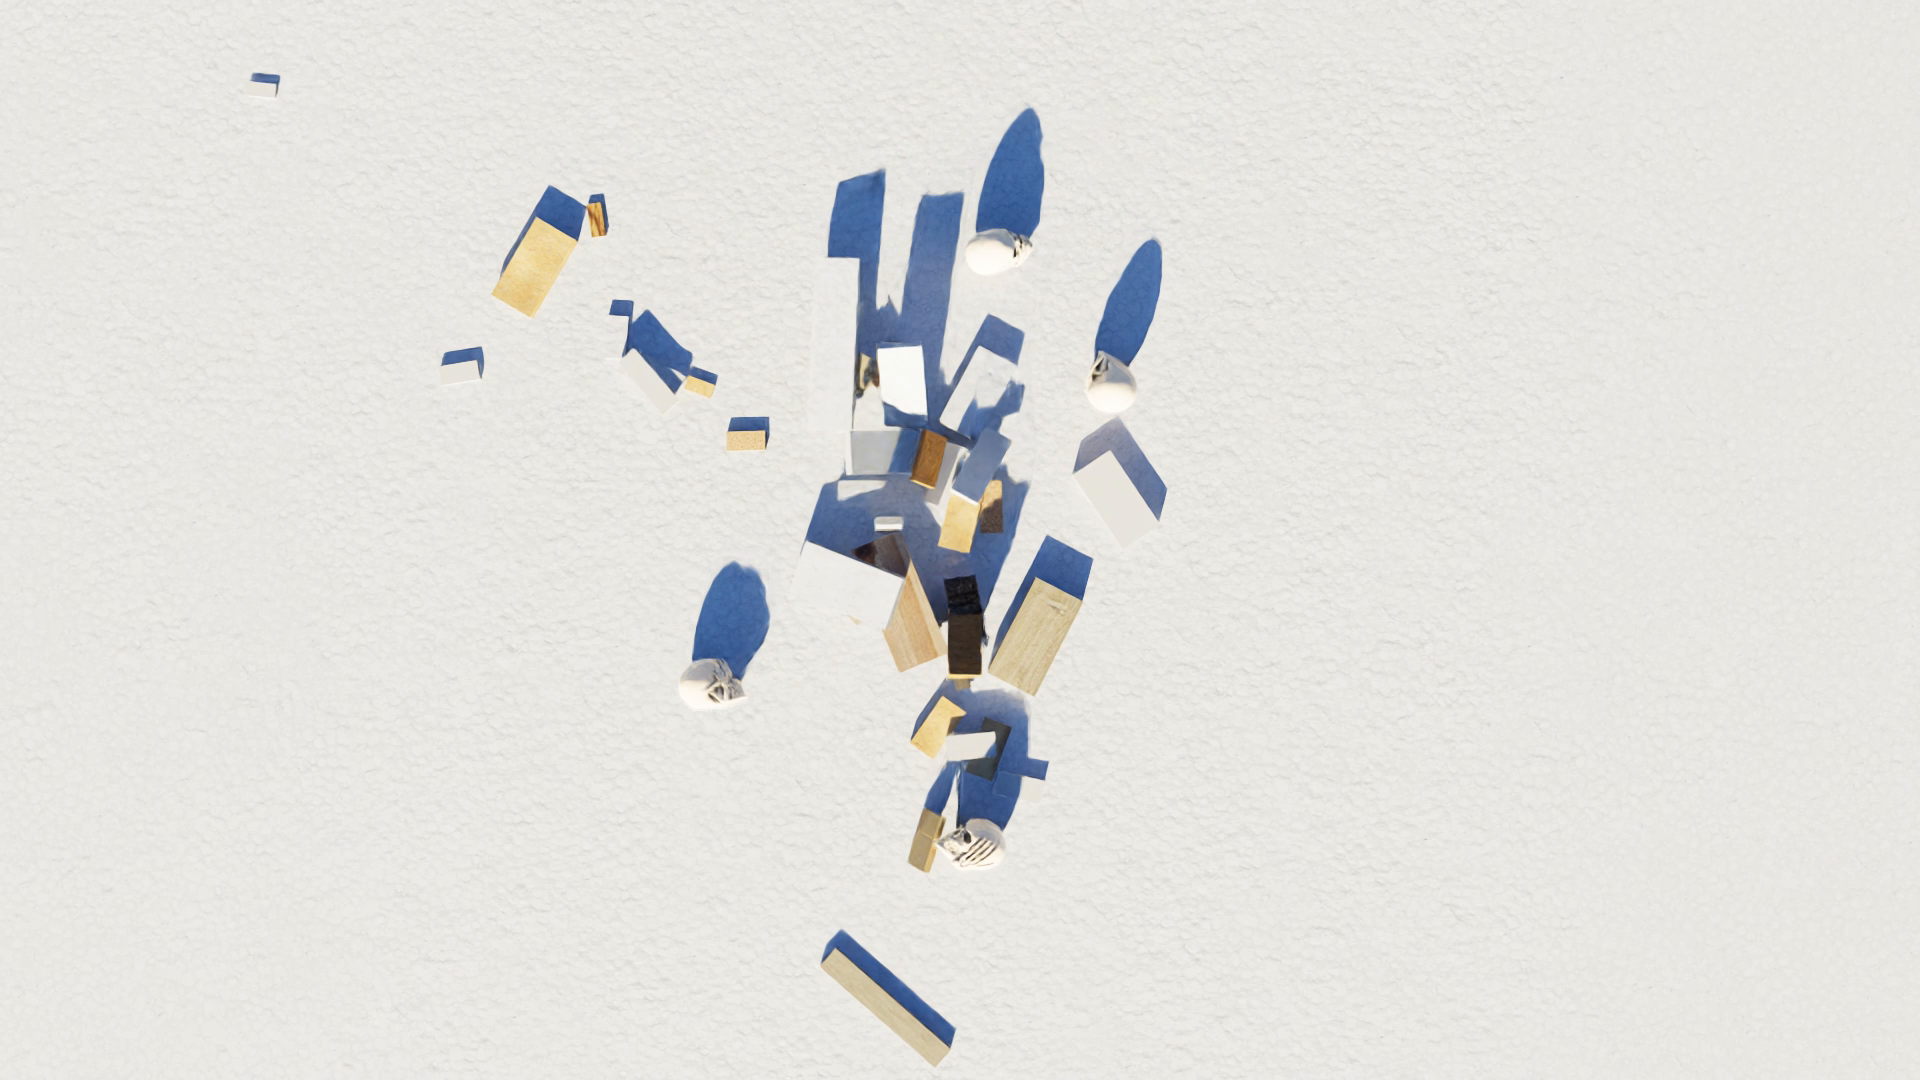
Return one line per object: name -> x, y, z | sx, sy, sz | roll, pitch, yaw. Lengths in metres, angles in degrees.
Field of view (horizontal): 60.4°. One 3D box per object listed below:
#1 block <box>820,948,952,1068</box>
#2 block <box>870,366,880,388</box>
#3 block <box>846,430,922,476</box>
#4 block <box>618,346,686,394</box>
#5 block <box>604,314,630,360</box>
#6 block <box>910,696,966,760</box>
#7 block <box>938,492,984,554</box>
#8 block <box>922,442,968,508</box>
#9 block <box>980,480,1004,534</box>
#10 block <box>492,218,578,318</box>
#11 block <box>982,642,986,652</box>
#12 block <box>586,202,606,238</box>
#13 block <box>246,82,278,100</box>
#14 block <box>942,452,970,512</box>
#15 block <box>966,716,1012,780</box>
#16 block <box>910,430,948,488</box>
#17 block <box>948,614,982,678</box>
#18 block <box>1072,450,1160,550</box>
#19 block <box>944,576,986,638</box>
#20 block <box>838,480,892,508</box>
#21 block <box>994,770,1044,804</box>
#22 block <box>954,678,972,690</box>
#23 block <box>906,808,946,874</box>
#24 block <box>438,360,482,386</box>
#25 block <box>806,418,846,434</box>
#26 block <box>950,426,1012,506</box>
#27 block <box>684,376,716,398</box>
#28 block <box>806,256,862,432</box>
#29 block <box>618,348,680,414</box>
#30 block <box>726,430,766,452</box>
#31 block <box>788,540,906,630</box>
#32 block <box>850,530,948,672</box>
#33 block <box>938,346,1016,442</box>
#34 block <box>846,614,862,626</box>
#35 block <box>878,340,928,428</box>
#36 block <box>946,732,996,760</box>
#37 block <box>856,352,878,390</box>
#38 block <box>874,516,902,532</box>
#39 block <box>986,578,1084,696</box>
block -> -0.248, 1.555, 5.489 | 0.510, 0.023, 0.081 | 41, 90, 0
block -> -0.310, -0.566, 5.491 | 0.128, 0.018, 0.064 | 33, 91, 0
block -> -0.234, -0.289, 5.420 | 0.285, 0.040, 0.143 | -2, 90, -26
block -> -1.023, -0.550, 5.486 | 0.203, 0.029, 0.102 | 31, 90, 0
block -> -1.142, -0.674, 5.490 | 0.072, 0.020, 0.143 | 4, 90, 0
block -> -0.074, 0.623, 5.487 | 0.095, 0.027, 0.190 | 35, 90, 0
block -> 0.005, -0.071, 5.443 | 0.105, 0.030, 0.211 | 14, 95, 10
block -> -0.050, -0.216, 5.448 | 0.030, 0.105, 0.211 | 21, 90, -35
block -> 0.103, -0.110, 5.489 | 0.079, 0.022, 0.174 | -1, 90, 0
block -> -1.413, -0.903, 5.479 | 0.149, 0.042, 0.297 | 30, 90, 0
block -> 0.038, 0.372, 5.493 | 0.097, 0.014, 0.049 | -41, 90, 0
block -> -1.211, -1.065, 5.493 | 0.047, 0.013, 0.111 | -9, 90, 0
block -> -2.325, -1.498, 5.493 | 0.094, 0.013, 0.047 | 6, 90, 0
block -> 0.018, -0.184, 5.470 | 0.105, 0.030, 0.211 | 17, 94, 10
block -> 0.095, 0.695, 5.487 | 0.095, 0.027, 0.190 | 20, 90, 0
block -> -0.103, -0.267, 5.443 | 0.088, 0.025, 0.176 | 21, 77, -33
block -> 0.016, 0.343, 5.343 | 0.106, 0.030, 0.212 | 0, 63, -2
block -> 0.517, -0.133, 5.479 | 0.149, 0.042, 0.297 | -34, 90, -1
block -> 0.015, 0.224, 5.436 | 0.106, 0.030, 0.212 | -8, 65, -6
block -> -0.315, -0.153, 5.488 | 0.178, 0.025, 0.088 | 1, 90, 0
block -> 0.196, 0.821, 5.489 | 0.158, 0.022, 0.079 | 13, 90, 0
block -> 0.001, 0.449, 5.485 | 0.049, 0.014, 0.097 | -14, 95, 10
block -> -0.110, 0.994, 5.455 | 0.027, 0.095, 0.190 | 18, 90, -40
block -> -1.665, -0.556, 5.491 | 0.128, 0.018, 0.064 | -9, 90, 0
block -> -0.435, -0.404, 5.488 | 0.143, 0.020, 0.072 | 16, 94, 0
block -> 0.070, -0.244, 5.415 | 0.102, 0.029, 0.250 | 29, 74, 0
block -> -0.867, -0.509, 5.493 | 0.094, 0.013, 0.047 | 21, 90, 0
block -> -0.414, -0.642, 5.433 | 0.149, 0.042, 0.567 | 3, 93, 8
block -> -1.029, -0.524, 5.461 | 0.072, 0.020, 0.228 | -41, 90, 0
block -> -0.712, -0.330, 5.491 | 0.128, 0.018, 0.064 | -2, 90, 0
block -> -0.370, 0.147, 5.427 | 0.354, 0.050, 0.177 | 21, 96, 13
block -> -0.199, 0.204, 5.454 | 0.177, 0.050, 0.436 | -22, 85, 2
block -> 0.059, -0.485, 5.480 | 0.143, 0.040, 0.285 | 29, 90, 0
block -> -0.370, 0.200, 5.489 | 0.162, 0.023, 0.081 | 45, 90, 0
block -> -0.187, -0.510, 5.407 | 0.143, 0.040, 0.285 | -4, 122, 0
block -> 0.037, 0.682, 5.462 | 0.162, 0.023, 0.081 | -6, 90, 0
block -> -0.379, -0.586, 5.466 | 0.203, 0.029, 0.102 | 26, 96, 7
block -> -0.236, -0.051, 5.408 | 0.088, 0.176, 0.025 | -2, 83, -4
block -> 0.249, 0.321, 5.475 | 0.177, 0.050, 0.354 | 27, 90, 0
